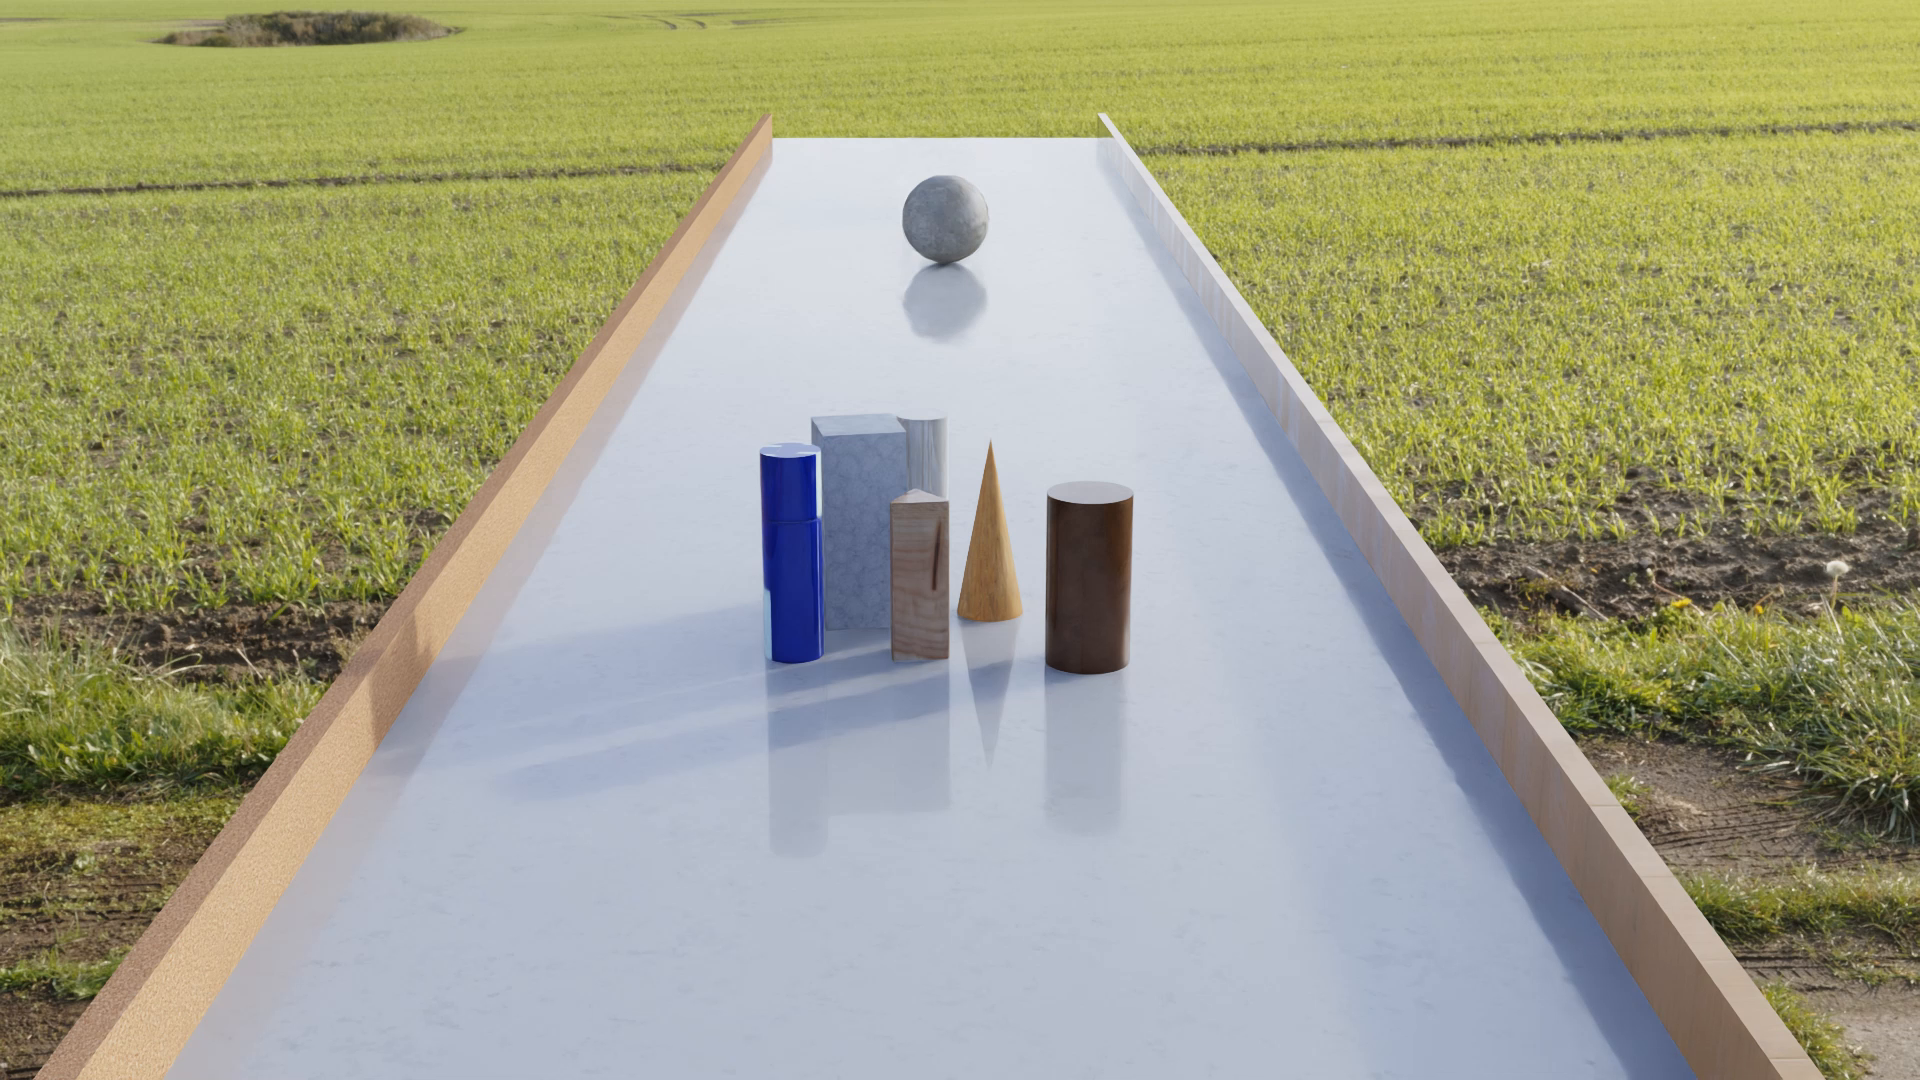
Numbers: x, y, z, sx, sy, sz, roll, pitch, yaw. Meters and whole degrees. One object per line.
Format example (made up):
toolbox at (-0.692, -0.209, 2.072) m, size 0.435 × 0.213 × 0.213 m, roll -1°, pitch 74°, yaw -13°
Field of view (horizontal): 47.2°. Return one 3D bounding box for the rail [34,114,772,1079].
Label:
rail at (-1.118, -0.838, 7.780) m, size 0.050 × 0.150 × 12.000 m, roll 0°, pitch 17°, yaw -1°

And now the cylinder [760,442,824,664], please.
cylinder at (-0.335, 0.026, 4.394) m, size 0.121 × 0.425 × 0.121 m, roll 0°, pitch 17°, yaw 0°

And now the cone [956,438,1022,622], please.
cone at (0.064, -0.032, 4.659) m, size 0.142 × 0.384 × 0.142 m, roll 0°, pitch 17°, yaw 0°

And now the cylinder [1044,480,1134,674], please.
cylinder at (0.256, 0.073, 4.368) m, size 0.171 × 0.349 × 0.171 m, roll 0°, pitch 17°, yaw 0°

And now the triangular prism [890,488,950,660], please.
triangular prism at (-0.085, 0.069, 4.420) m, size 0.115 × 0.329 × 0.100 m, roll -2°, pitch 17°, yaw -7°

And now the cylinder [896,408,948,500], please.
cylinder at (-0.083, -0.095, 4.879) m, size 0.116 × 0.380 × 0.116 m, roll 0°, pitch 17°, yaw 0°

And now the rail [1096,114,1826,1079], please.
rail at (0.932, -0.844, 7.801) m, size 0.050 × 0.150 × 12.000 m, roll 0°, pitch 17°, yaw -1°

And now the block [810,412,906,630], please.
block at (-0.212, -0.040, 4.628) m, size 0.173 × 0.418 × 0.173 m, roll -3°, pitch 17°, yaw -12°

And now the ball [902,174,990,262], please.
ball at (-0.059, -1.319, 9.030) m, size 0.360 × 0.360 × 0.360 m, roll 0°, pitch 17°, yaw 0°
